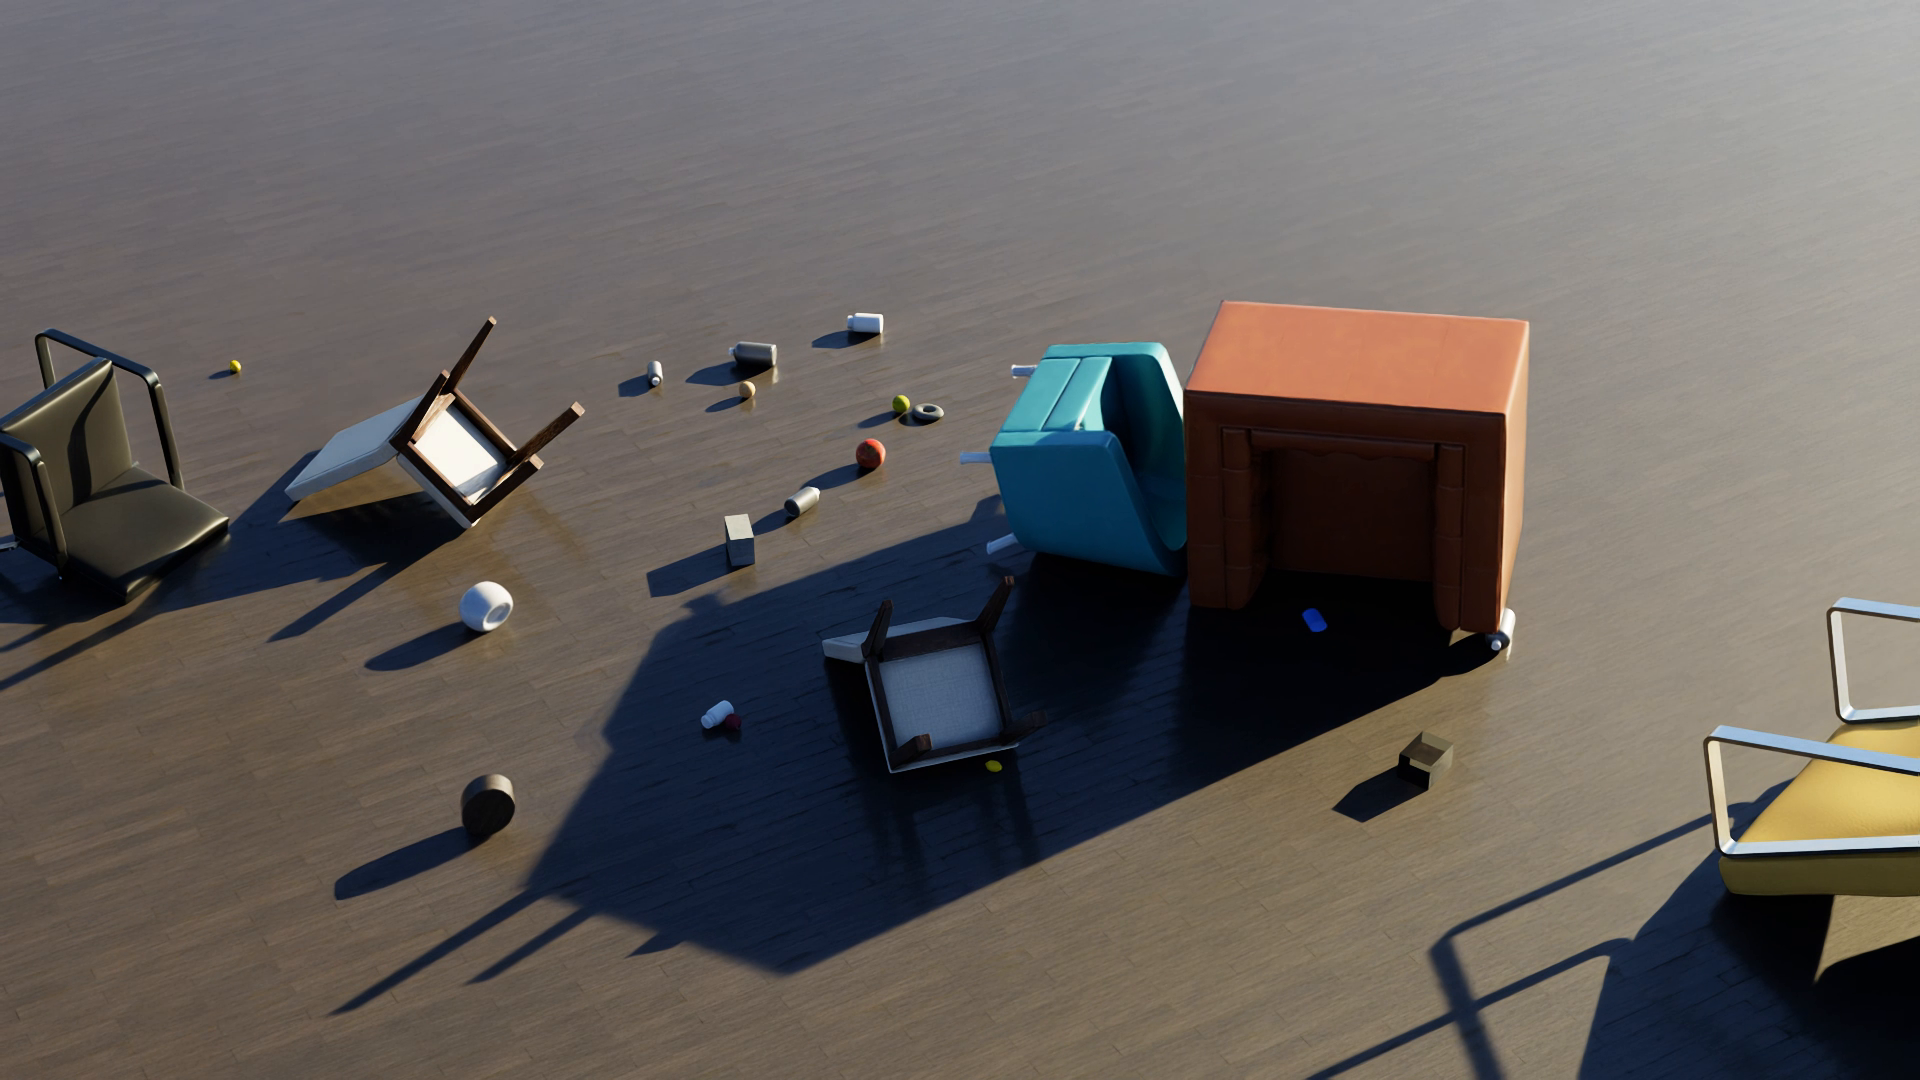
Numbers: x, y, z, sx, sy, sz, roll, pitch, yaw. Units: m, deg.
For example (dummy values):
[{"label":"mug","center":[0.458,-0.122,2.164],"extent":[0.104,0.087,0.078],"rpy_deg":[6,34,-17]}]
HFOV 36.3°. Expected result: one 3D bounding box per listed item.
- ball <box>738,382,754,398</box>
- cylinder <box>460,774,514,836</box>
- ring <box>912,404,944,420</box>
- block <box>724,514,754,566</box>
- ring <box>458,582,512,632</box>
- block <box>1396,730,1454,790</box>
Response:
[{"label":"ball","center":[-0.858,-0.605,11.802],"extent":[0.066,0.066,0.066],"rpy_deg":[0,33,0]},{"label":"cylinder","center":[-1.526,0.856,9.476],"extent":[0.161,0.194,0.081],"rpy_deg":[25,25,-25]},{"label":"ring","center":[-0.129,-0.510,11.693],"extent":[0.130,0.029,0.102],"rpy_deg":[13,35,18]},{"label":"block","center":[-0.814,0.000,10.839],"extent":[0.086,0.116,0.161],"rpy_deg":[-7,34,-10]},{"label":"ring","center":[-1.692,0.237,10.449],"extent":[0.128,0.155,0.190],"rpy_deg":[36,58,27]},{"label":"block","center":[1.547,0.732,9.744],"extent":[0.118,0.098,0.157],"rpy_deg":[22,39,30]}]
